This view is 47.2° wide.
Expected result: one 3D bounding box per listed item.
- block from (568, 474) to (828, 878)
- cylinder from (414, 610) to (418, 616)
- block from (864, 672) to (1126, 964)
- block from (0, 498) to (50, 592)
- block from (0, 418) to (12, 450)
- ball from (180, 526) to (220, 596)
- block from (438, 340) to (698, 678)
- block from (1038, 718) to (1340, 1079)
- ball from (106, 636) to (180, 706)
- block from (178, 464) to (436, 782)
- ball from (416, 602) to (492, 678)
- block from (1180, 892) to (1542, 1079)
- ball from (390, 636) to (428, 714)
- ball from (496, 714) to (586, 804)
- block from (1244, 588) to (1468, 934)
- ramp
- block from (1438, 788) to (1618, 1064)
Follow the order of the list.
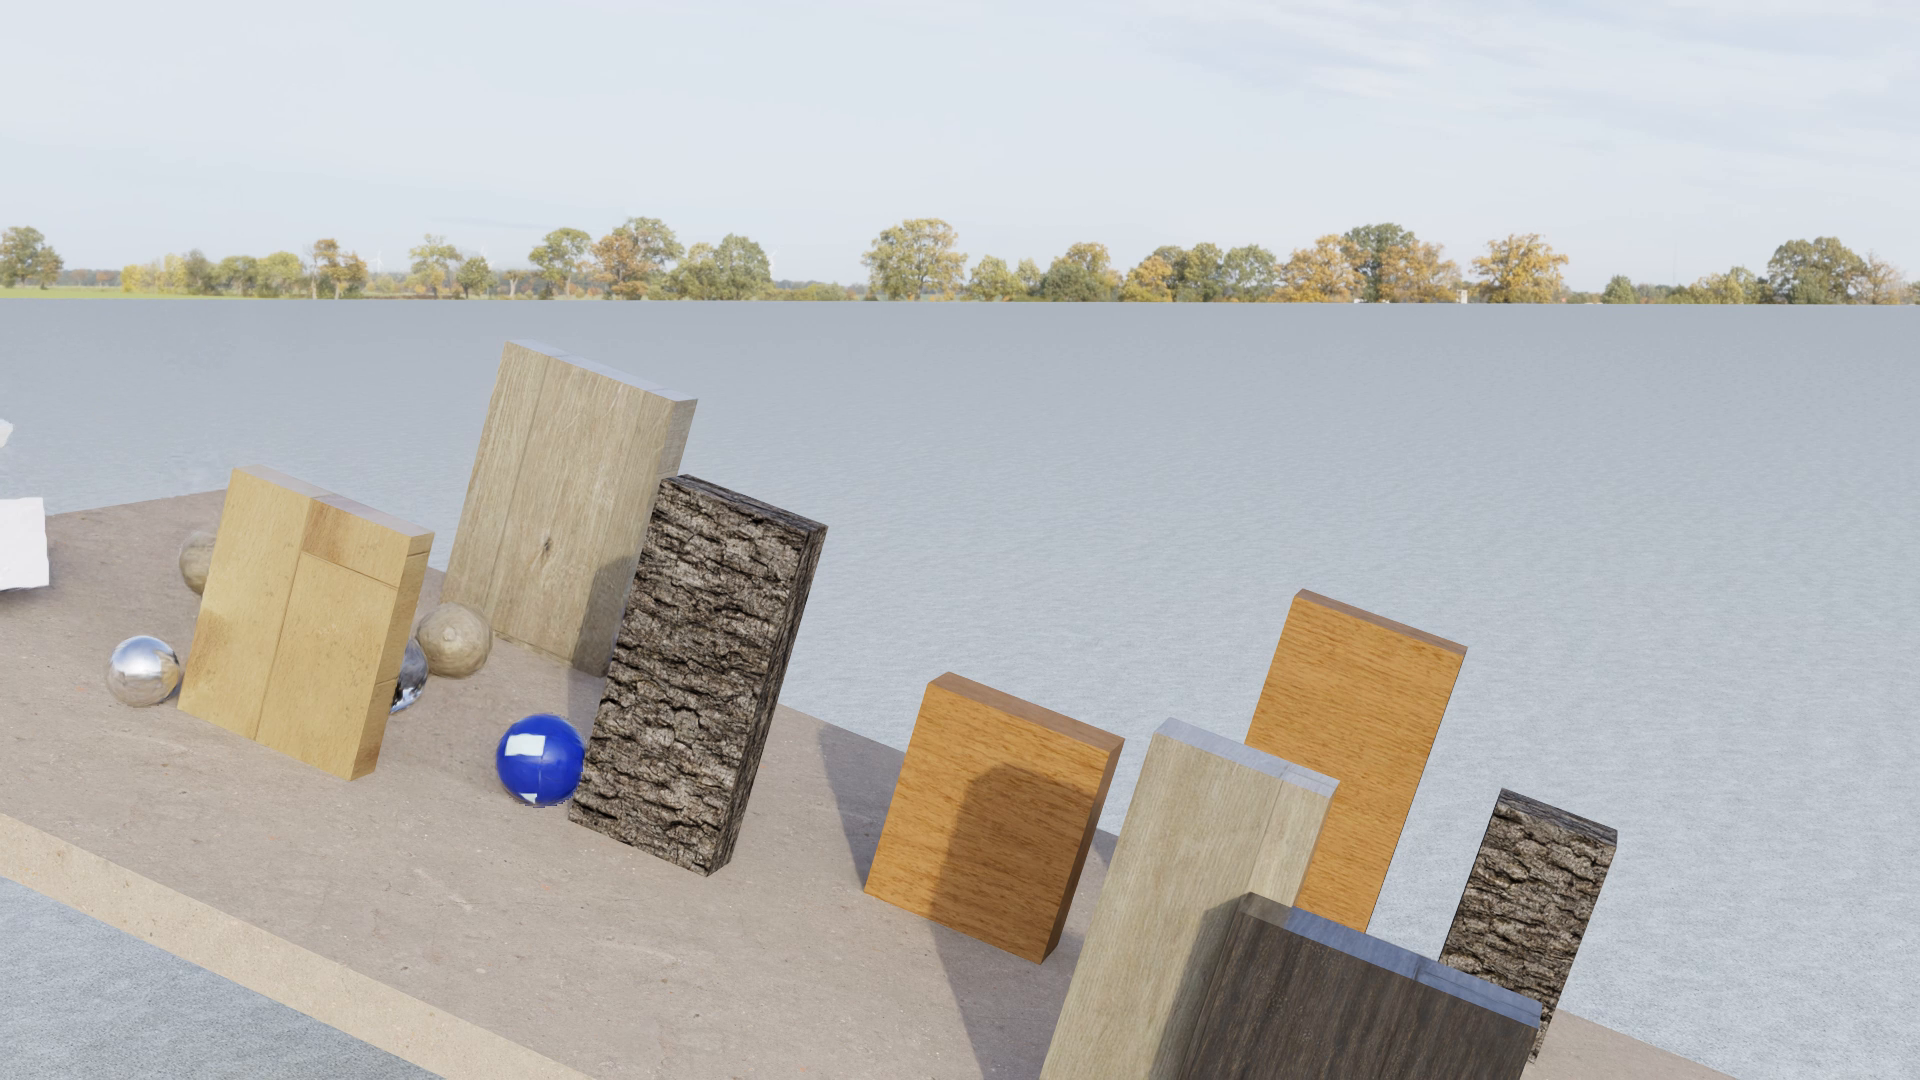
[{"bbox_3d":[-0.494,0.252,4.124,0.298,0.686,0.115,20,12,14],"label":"block"},{"bbox_3d":[-1.286,0.117,4.762,0.162,0.162,0.162,-22,14,6],"label":"cylinder"},{"bbox_3d":[0.065,0.531,4.234,0.372,0.440,0.131,20,12,14],"label":"block"},{"bbox_3d":[-1.902,0.014,4.300,0.172,0.172,0.172,-4,-1,-39],"label":"block"},{"bbox_3d":[-1.938,-0.190,4.260,0.142,0.142,0.142,29,-6,-24],"label":"block"},{"bbox_3d":[-1.613,0.048,4.785,0.161,0.161,0.161,0,7,0],"label":"ball"},{"bbox_3d":[-0.914,-0.076,5.094,0.441,0.670,0.123,20,12,14],"label":"block"},{"bbox_3d":[0.325,0.656,3.338,0.273,0.716,0.115,20,12,14],"label":"block"},{"bbox_3d":[-1.520,0.243,4.090,0.130,0.130,0.130,0,7,0],"label":"ball"},{"bbox_3d":[-1.217,0.151,4.080,0.385,0.480,0.082,20,12,14],"label":"block"},{"bbox_3d":[-1.091,0.216,4.743,0.164,0.164,0.164,0,7,0],"label":"ball"},{"bbox_3d":[0.536,0.847,3.188,0.439,0.540,0.115,20,12,14],"label":"block"},{"bbox_3d":[-1.156,0.262,4.407,0.176,0.176,0.176,0,7,0],"label":"ball"},{"bbox_3d":[-0.796,0.417,4.182,0.173,0.173,0.173,0,7,0],"label":"ball"},{"bbox_3d":[0.687,0.527,4.256,0.332,0.795,0.108,20,12,14],"label":"block"},{"bbox_3d":[-0.362,0.690,4.229,4.000,0.100,2.000,20,12,14],"label":"ramp"},{"bbox_3d":[1.138,0.784,4.487,0.243,0.481,0.148,20,12,14],"label":"block"}]
